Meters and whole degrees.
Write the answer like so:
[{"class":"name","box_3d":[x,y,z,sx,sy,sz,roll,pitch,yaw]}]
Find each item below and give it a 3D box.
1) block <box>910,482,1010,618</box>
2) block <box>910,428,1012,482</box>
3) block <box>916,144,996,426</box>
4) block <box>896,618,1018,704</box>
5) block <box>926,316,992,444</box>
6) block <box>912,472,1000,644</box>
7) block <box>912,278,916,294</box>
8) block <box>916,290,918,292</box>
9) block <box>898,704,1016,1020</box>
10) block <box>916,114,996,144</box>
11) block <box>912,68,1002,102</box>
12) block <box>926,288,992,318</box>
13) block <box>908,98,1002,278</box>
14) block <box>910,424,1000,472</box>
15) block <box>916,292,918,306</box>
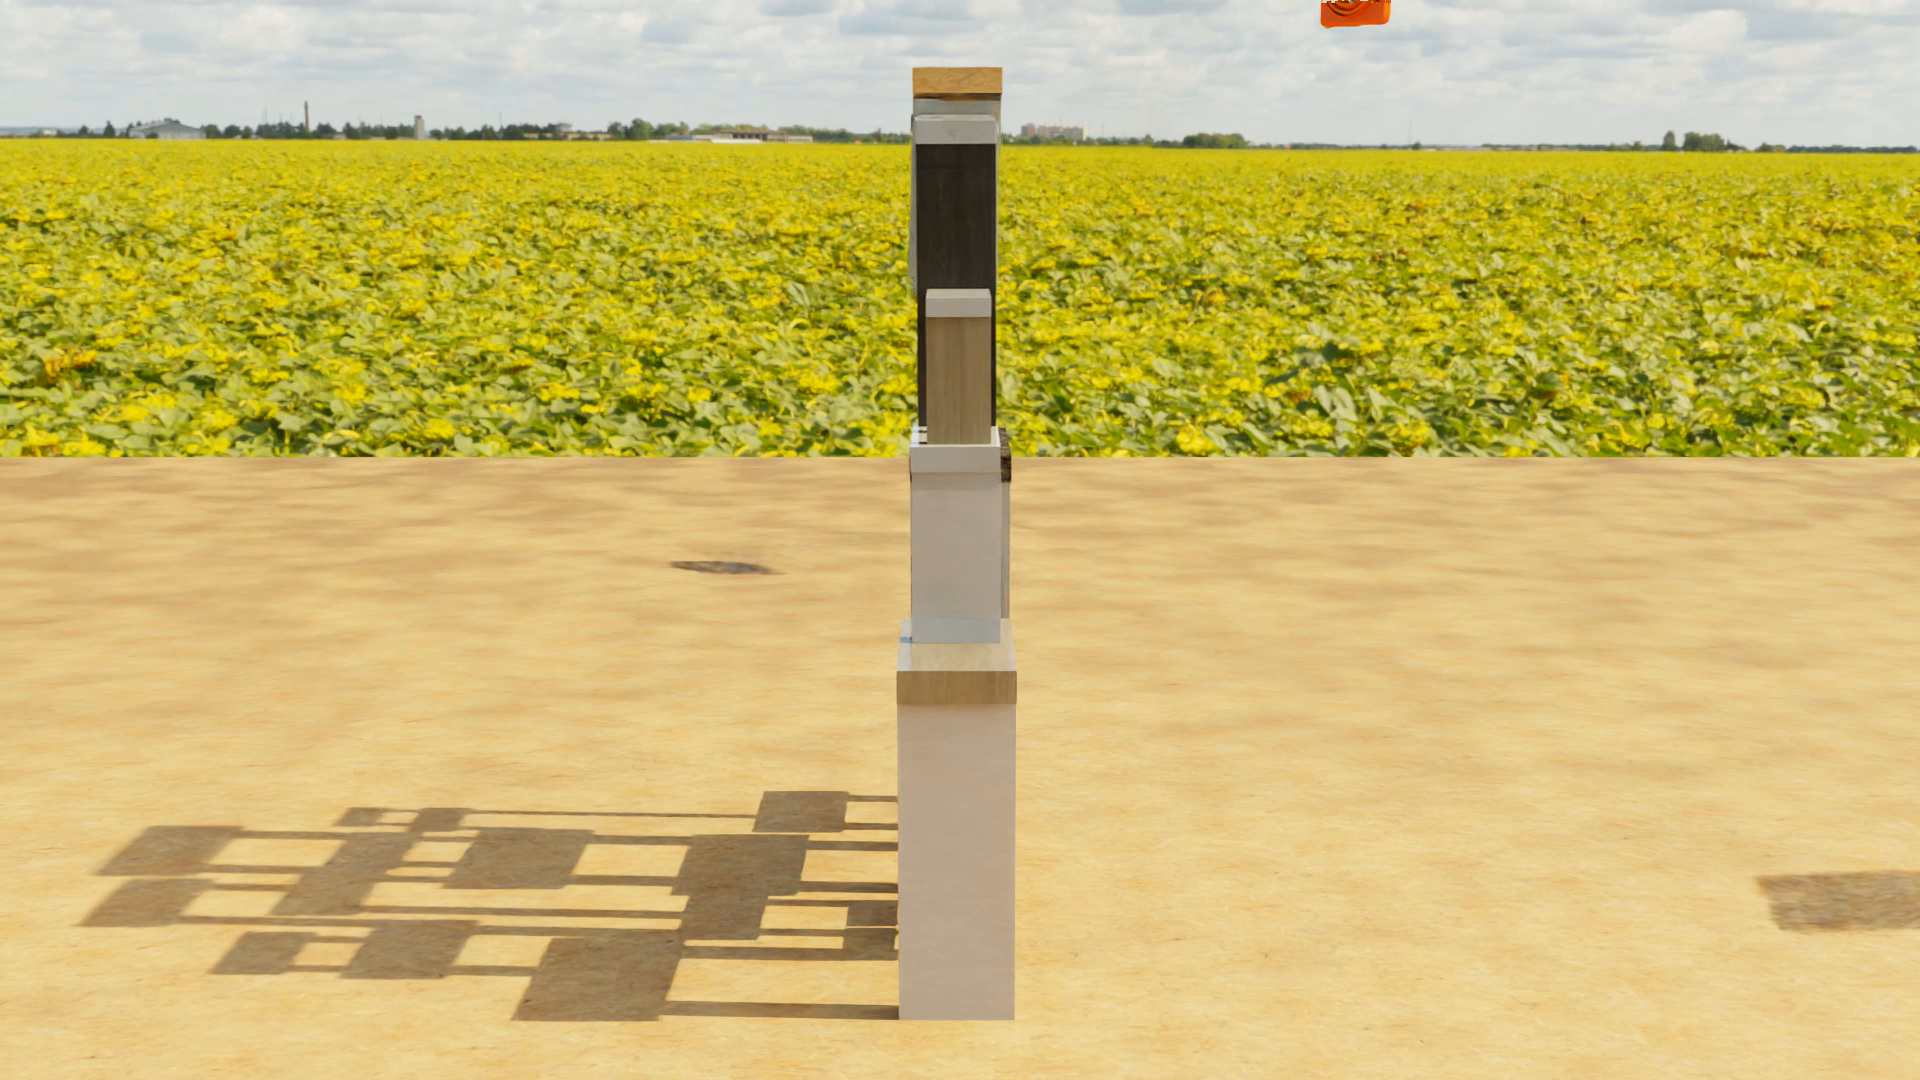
[{"class":"block","box_3d":[0.000,0.058,3.605,0.162,0.324,0.046,0,11,0]},{"class":"block","box_3d":[0.000,-0.144,3.676,0.162,0.046,0.324,0,11,-1]},{"class":"block","box_3d":[-0.005,-0.381,3.293,0.118,0.421,0.033,0,11,0]},{"class":"block","box_3d":[-0.005,0.173,3.186,0.166,0.047,0.331,0,11,0]},{"class":"block","box_3d":[-0.002,-0.228,3.122,0.091,0.183,0.026,0,11,0]},{"class":"block","box_3d":[-0.005,0.021,3.176,0.127,0.255,0.036,0,11,0]},{"class":"block","box_3d":[-0.009,-0.566,3.705,0.140,0.298,0.040,0,11,1]},{"class":"block","box_3d":[-0.008,-0.508,3.433,0.118,0.236,0.033,0,11,-2]},{"class":"block","box_3d":[-0.005,0.449,3.125,0.166,0.475,0.047,0,11,0]},{"class":"block","box_3d":[-0.008,-0.623,3.327,0.118,0.033,0.236,0,13,-1]},{"class":"block","box_3d":[-0.006,-0.728,3.581,0.140,0.040,0.281,0,4,-1]},{"class":"block","box_3d":[-0.003,-0.342,3.163,0.091,0.026,0.183,0,11,0]},{"class":"block","box_3d":[-0.009,-0.560,3.516,0.140,0.281,0.040,1,11,-1]},{"class":"block","box_3d":[-0.007,-0.137,3.232,0.127,0.036,0.255,0,11,0]},{"class":"block","box_3d":[-0.011,-0.372,3.442,0.112,0.032,0.223,-1,13,-2]}]
